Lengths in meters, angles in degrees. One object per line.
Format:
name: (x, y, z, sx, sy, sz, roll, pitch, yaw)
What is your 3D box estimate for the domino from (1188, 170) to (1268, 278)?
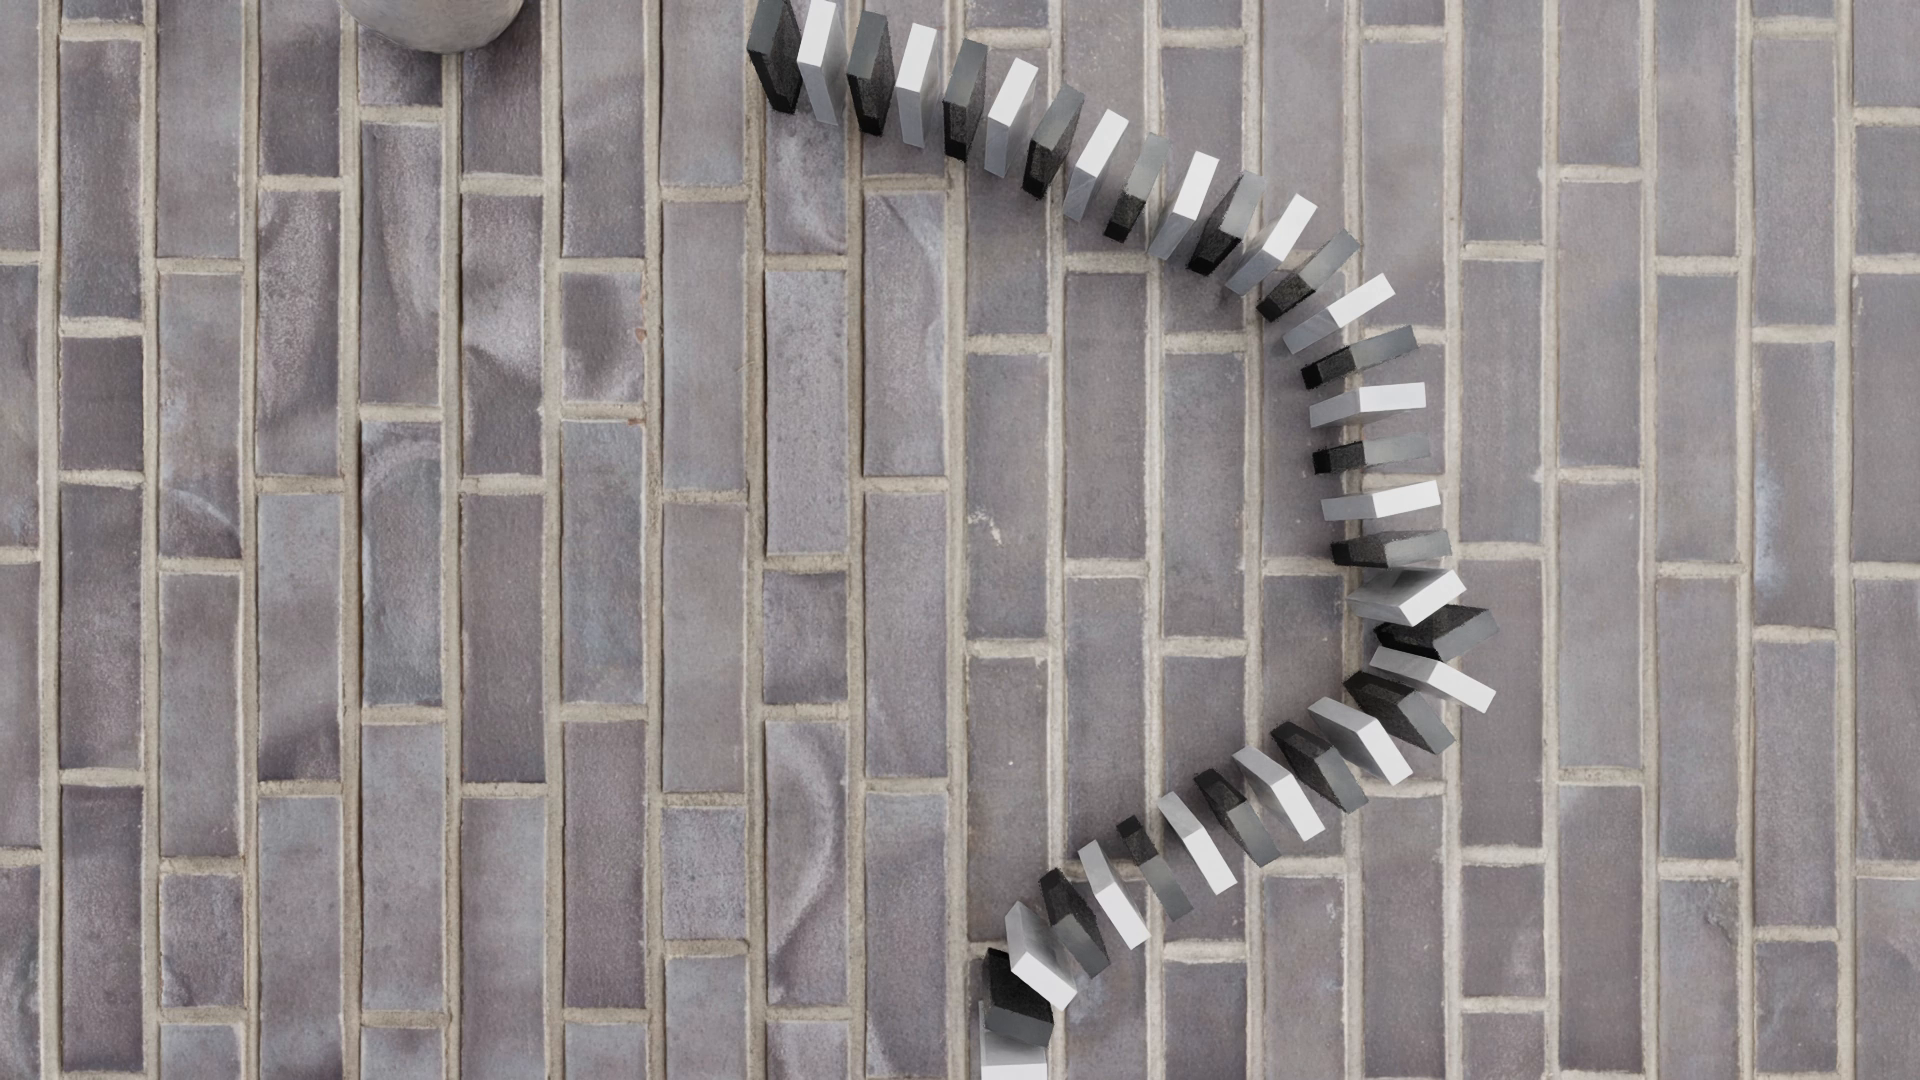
domino: (0.108, -0.128, 0.375, 0.010, 0.050, 0.025, 23, 90, 0)

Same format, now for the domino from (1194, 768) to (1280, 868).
domino: (0.112, 0.112, 0.375, 0.009, 0.050, 0.025, -31, 90, 0)

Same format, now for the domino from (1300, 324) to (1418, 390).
domino: (0.162, -0.074, 0.375, 0.025, 0.050, 0.010, -18, 90, 0)

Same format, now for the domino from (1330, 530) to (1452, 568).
domino: (0.175, 0.004, 0.375, 0.025, 0.050, 0.010, -13, 90, 0)

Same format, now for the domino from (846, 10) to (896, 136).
domino: (-0.036, -0.189, 0.375, 0.010, 0.050, 0.025, 14, 90, 0)

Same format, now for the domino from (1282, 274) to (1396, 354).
domino: (0.153, -0.091, 0.375, 0.025, 0.050, 0.009, -32, 90, 0)

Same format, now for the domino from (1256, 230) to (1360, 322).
domino: (0.141, -0.107, 0.375, 0.025, 0.050, 0.009, -45, 90, 0)

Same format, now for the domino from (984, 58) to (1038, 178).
domino: (0.020, -0.171, 0.375, 0.009, 0.050, 0.025, 26, 90, 0)

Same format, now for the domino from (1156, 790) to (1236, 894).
domino: (0.095, 0.123, 0.375, 0.010, 0.050, 0.025, -31, 90, 0)

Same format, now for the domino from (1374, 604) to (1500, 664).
domino: (0.193, 0.037, 0.375, 0.025, 0.050, 0.010, -30, 90, 0)

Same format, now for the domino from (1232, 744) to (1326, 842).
domino: (0.129, 0.102, 0.375, 0.009, 0.050, 0.025, -31, 90, 0)

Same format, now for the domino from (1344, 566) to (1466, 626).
domino: (0.181, 0.022, 0.375, 0.025, 0.050, 0.009, -35, 90, 0)

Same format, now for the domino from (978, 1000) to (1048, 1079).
domino: (0.021, 0.205, 0.375, 0.025, 0.050, 0.010, -2, 90, 0)

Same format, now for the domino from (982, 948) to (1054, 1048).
domino: (0.023, 0.186, 0.375, 0.025, 0.050, 0.010, 17, 90, 0)

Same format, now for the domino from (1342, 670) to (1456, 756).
domino: (0.178, 0.070, 0.375, 0.009, 0.050, 0.025, -38, 90, 0)

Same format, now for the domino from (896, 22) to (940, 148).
domino: (-0.017, -0.184, 0.375, 0.009, 0.050, 0.025, 16, 90, 0)

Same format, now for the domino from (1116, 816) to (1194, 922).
domino: (0.079, 0.133, 0.375, 0.009, 0.050, 0.025, -32, 90, 0)

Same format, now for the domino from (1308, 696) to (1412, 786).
domino: (0.162, 0.081, 0.375, 0.010, 0.050, 0.025, -34, 90, 0)

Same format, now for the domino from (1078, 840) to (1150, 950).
domino: (0.062, 0.144, 0.375, 0.009, 0.050, 0.025, -34, 90, 0)

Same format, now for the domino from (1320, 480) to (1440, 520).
domino: (0.171, -0.016, 0.375, 0.025, 0.050, 0.010, -12, 90, 0)

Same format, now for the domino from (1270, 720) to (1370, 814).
domino: (0.146, 0.092, 0.375, 0.009, 0.050, 0.025, -32, 90, 0)

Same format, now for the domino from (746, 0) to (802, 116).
domino: (-0.074, -0.199, 0.375, 0.009, 0.050, 0.025, 15, 90, 0)

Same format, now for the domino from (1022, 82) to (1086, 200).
domino: (0.037, -0.162, 0.375, 0.010, 0.050, 0.025, 31, 90, 0)

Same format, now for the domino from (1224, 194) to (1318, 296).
domino: (0.126, -0.119, 0.375, 0.009, 0.050, 0.025, 32, 90, 0)

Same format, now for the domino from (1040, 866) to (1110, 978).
domino: (0.046, 0.155, 0.375, 0.009, 0.050, 0.025, -38, 90, 0)

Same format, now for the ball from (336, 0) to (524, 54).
ball: (-0.213, -0.236, 0.360, 0.080, 0.080, 0.080, 0, 90, 0)

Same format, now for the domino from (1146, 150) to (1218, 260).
domino: (0.090, -0.135, 0.375, 0.009, 0.050, 0.025, 21, 90, 0)

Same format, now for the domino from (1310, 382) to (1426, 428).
domino: (0.165, -0.055, 0.375, 0.025, 0.050, 0.009, -4, 90, 0)

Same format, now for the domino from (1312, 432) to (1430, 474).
domino: (0.167, -0.035, 0.375, 0.025, 0.050, 0.009, -8, 90, 0)

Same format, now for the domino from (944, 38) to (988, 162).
domino: (0.002, -0.179, 0.375, 0.009, 0.050, 0.025, 19, 90, 0)

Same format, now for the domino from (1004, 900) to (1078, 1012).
domino: (0.032, 0.169, 0.375, 0.025, 0.050, 0.009, 39, 90, 0)

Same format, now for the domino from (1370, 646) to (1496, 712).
domino: (0.192, 0.056, 0.375, 0.025, 0.050, 0.009, 28, 90, 0)

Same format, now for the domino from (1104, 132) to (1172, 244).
domino: (0.072, -0.143, 0.375, 0.009, 0.050, 0.025, 24, 90, 0)

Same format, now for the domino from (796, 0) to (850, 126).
domino: (-0.055, -0.194, 0.375, 0.010, 0.050, 0.025, 14, 90, 0)

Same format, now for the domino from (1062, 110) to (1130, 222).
domino: (0.054, -0.152, 0.375, 0.009, 0.050, 0.025, 30, 90, 0)
